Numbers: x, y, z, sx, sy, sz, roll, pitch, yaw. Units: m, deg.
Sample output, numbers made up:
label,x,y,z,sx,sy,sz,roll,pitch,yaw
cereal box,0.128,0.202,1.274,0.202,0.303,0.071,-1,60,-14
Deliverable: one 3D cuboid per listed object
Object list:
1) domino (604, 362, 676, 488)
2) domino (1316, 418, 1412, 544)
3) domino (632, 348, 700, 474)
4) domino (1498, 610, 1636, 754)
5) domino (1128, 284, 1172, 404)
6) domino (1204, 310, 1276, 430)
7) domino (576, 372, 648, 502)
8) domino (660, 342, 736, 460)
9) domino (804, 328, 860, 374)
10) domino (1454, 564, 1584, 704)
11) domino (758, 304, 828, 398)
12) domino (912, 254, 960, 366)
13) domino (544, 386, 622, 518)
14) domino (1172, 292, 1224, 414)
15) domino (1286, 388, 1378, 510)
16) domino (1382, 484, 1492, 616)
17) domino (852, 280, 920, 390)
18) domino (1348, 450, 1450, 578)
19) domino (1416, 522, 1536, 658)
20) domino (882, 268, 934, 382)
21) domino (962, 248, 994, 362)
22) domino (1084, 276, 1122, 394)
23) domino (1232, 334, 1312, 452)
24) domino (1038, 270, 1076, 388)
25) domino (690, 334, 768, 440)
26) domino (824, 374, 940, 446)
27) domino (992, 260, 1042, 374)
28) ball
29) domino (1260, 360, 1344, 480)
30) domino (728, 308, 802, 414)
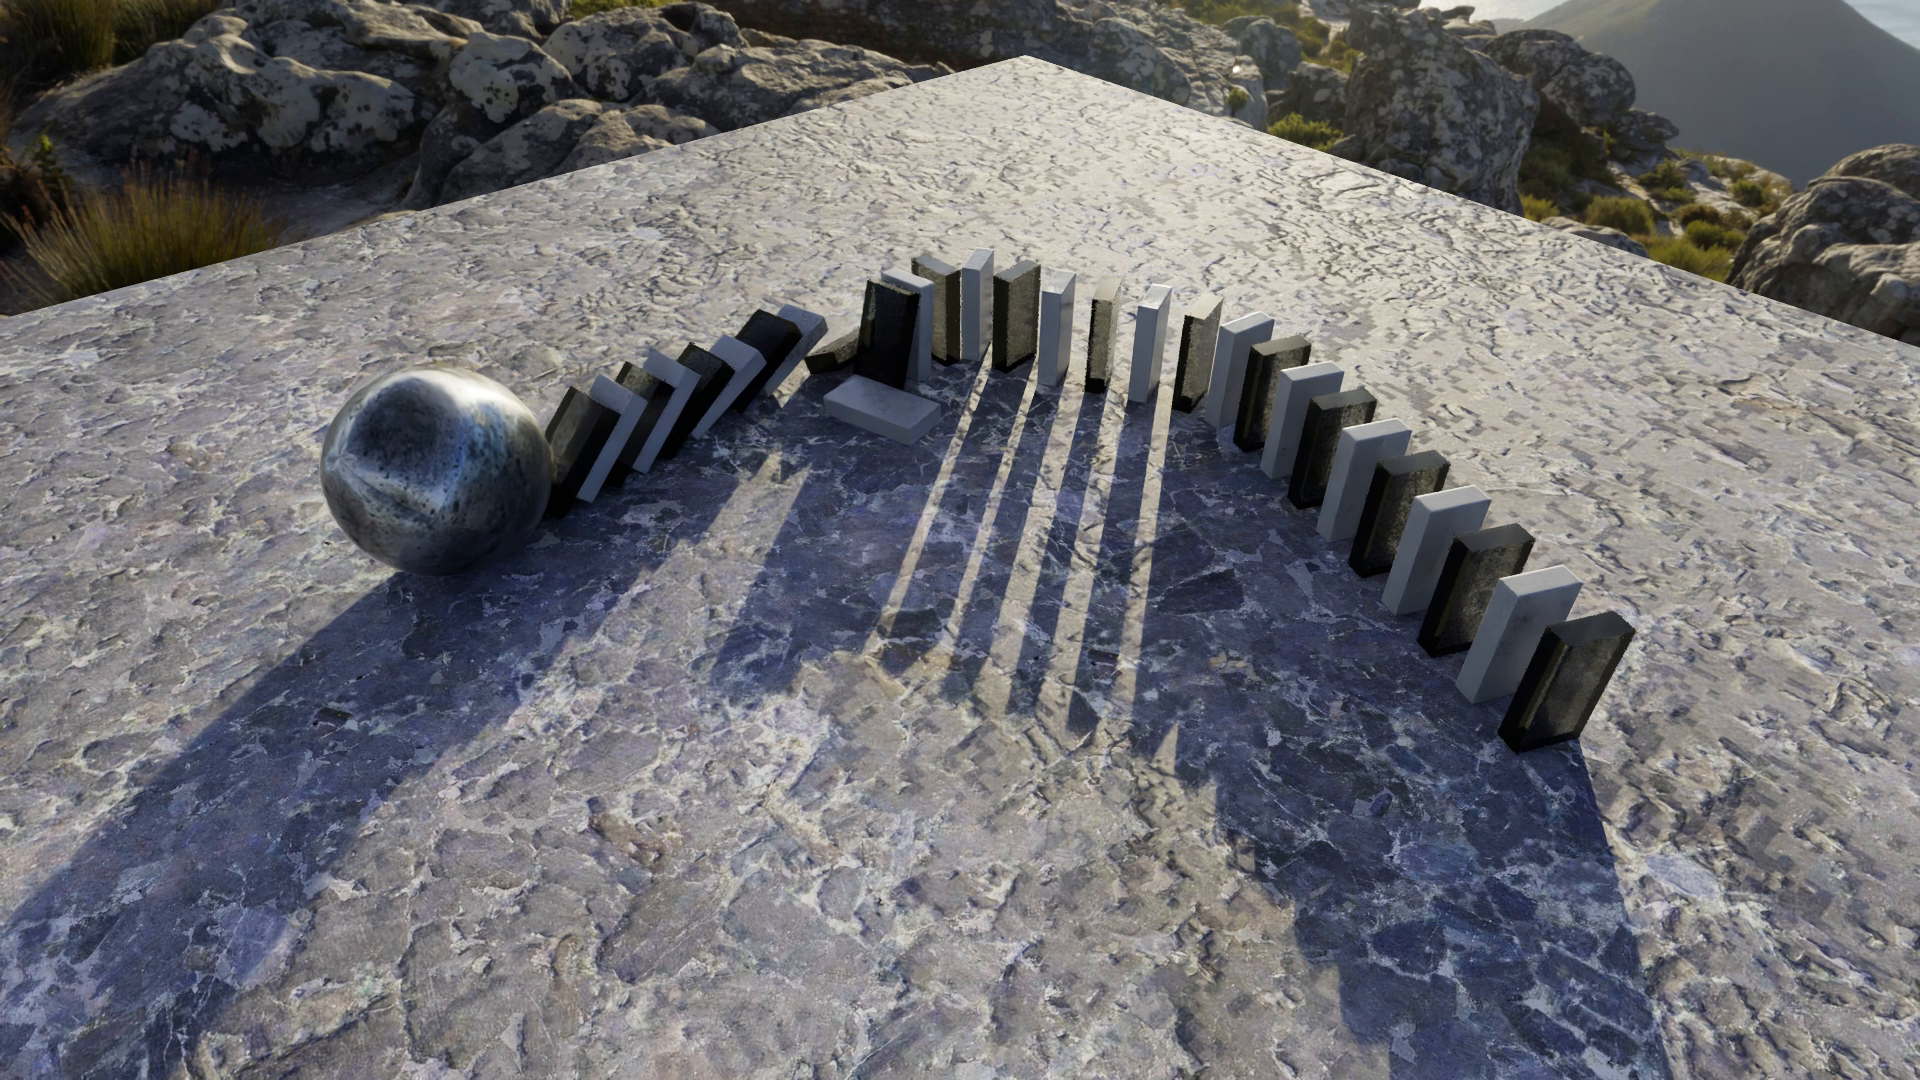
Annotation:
label,x,y,z,sx,sy,sz,roll,pitch,yaw
domino,-0.147,-0.051,0.480,0.025,0.010,0.050,29,90,31
domino,0.161,-0.023,0.440,0.025,0.050,0.009,-12,41,-14
domino,-0.138,-0.057,0.489,0.025,0.009,0.050,29,90,31
domino,0.195,0.047,0.355,0.025,0.050,0.009,-11,40,-13
domino,0.091,-0.094,0.526,0.010,0.050,0.025,15,42,18
domino,0.128,-0.078,0.507,0.025,0.050,0.009,-23,45,-26
domino,-0.157,-0.044,0.472,0.025,0.009,0.050,29,90,31
domino,-0.127,-0.063,0.501,0.025,0.009,0.050,29,80,31
domino,-0.052,-0.099,0.556,0.025,0.010,0.050,1,30,47
domino,0.188,0.033,0.372,0.025,0.050,0.009,-11,40,-13
domino,-0.091,-0.095,0.548,0.025,0.010,0.050,23,63,26
domino,-0.012,-0.115,0.552,0.009,0.050,0.025,-30,48,-32
domino,-0.166,-0.037,0.464,0.025,0.010,0.050,29,90,31
domino,0.112,-0.088,0.519,0.009,0.050,0.025,20,43,23
domino,0.154,-0.037,0.457,0.025,0.050,0.009,-11,41,-14
domino,0.175,0.005,0.406,0.025,0.050,0.009,-11,41,-13
domino,-0.036,-0.097,0.530,0.025,0.050,0.010,26,28,28
domino,0.168,-0.009,0.423,0.025,0.050,0.009,-11,41,-14
domino,0.182,0.019,0.389,0.025,0.050,0.010,-11,41,-13
domino,-0.026,-0.105,0.539,0.025,0.050,0.010,28,43,29
domino,0.009,-0.119,0.557,0.009,0.050,0.025,11,41,13
domino,0.069,-0.099,0.532,0.009,0.050,0.025,11,40,13
domino,0.139,-0.065,0.491,0.025,0.050,0.010,-15,42,-17
domino,0.047,-0.103,0.537,0.010,0.050,0.025,13,41,16
domino,-0.117,-0.072,0.515,0.025,0.010,0.050,29,73,31
domino,-0.037,-0.062,0.519,0.050,0.009,0.025,23,44,25
domino,0.028,-0.111,0.547,0.010,0.050,0.025,29,47,30
ball,-0.198,-0.026,0.420,0.080,0.080,0.080,0,39,0
domino,0.147,-0.051,0.474,0.025,0.050,0.009,-12,41,-14
domino,-0.101,-0.087,0.531,0.025,0.010,0.050,26,71,27
